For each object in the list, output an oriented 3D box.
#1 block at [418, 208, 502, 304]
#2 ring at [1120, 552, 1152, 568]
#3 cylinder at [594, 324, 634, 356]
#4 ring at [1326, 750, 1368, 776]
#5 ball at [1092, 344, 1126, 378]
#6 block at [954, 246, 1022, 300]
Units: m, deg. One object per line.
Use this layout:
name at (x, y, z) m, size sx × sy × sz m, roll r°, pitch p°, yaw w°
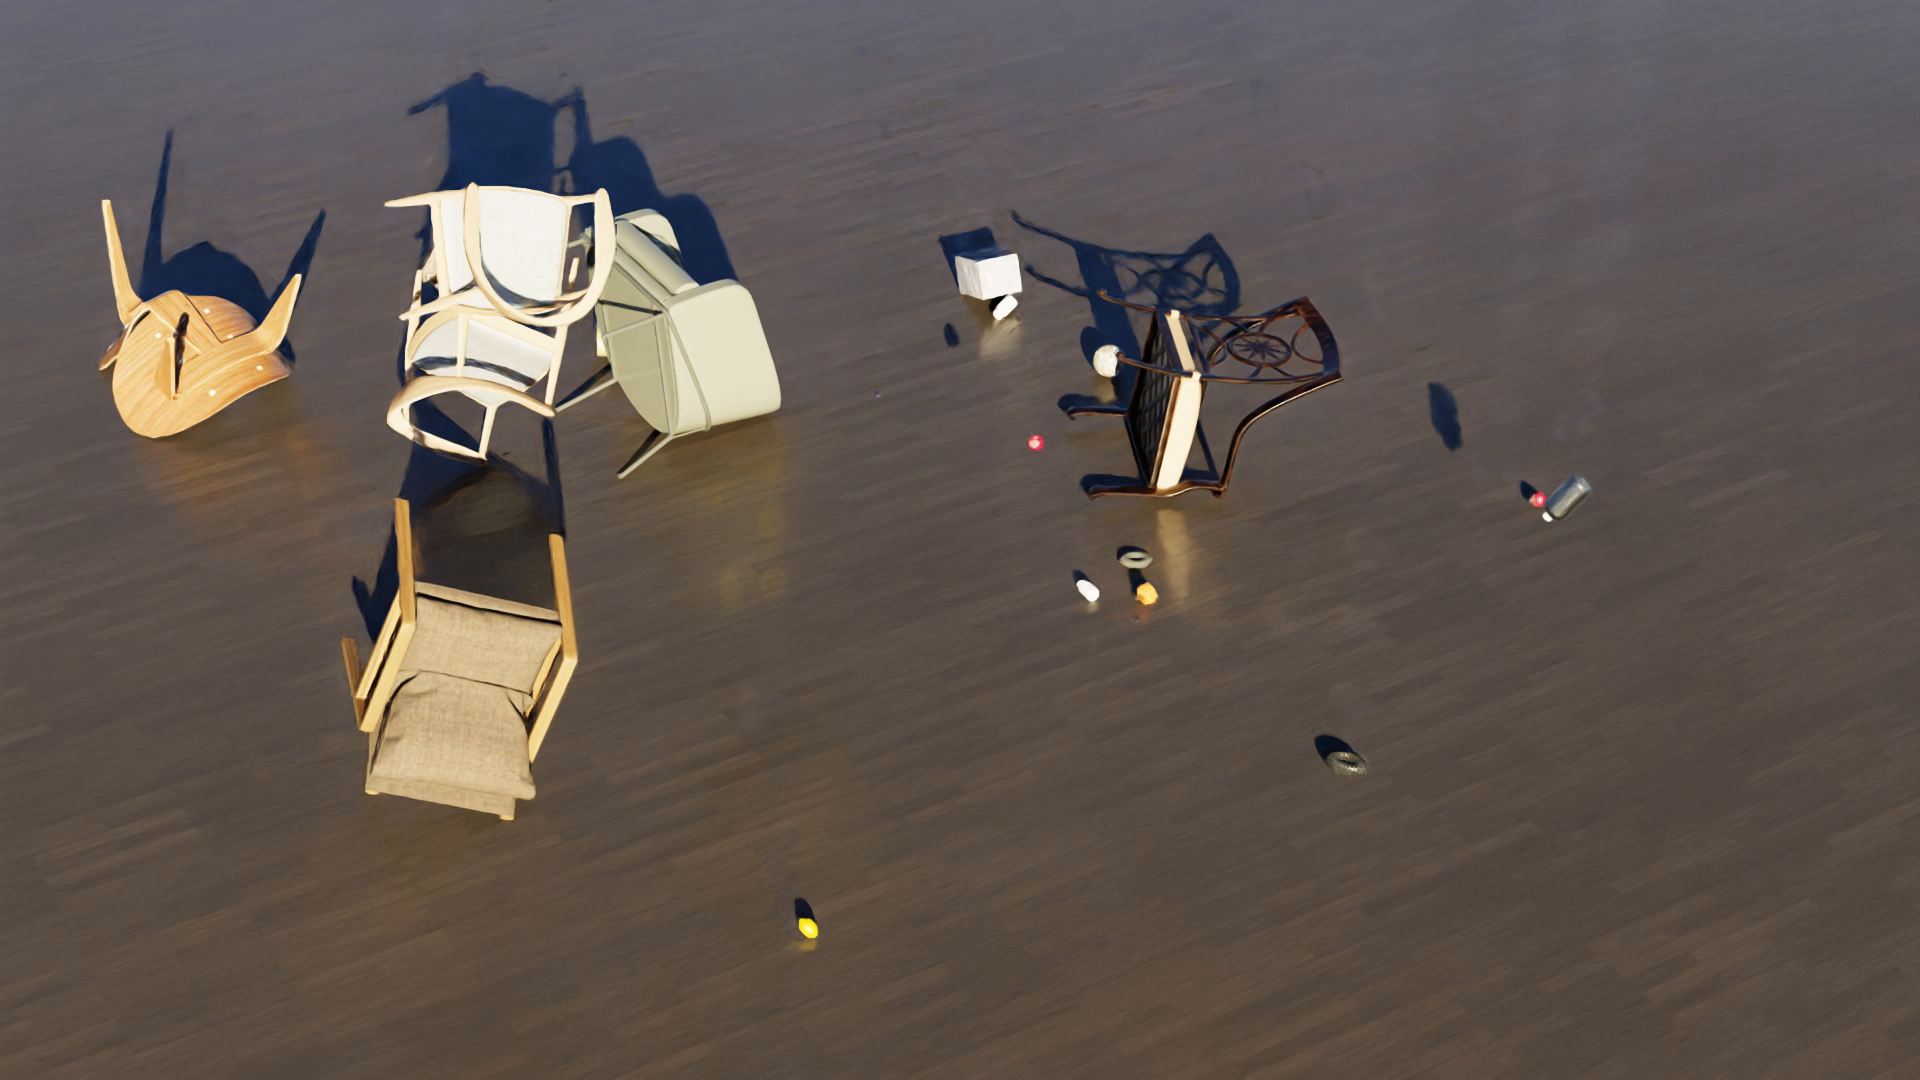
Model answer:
block at (-1.965, -1.116, 11.535) m, size 0.219 × 0.265 × 0.173 m, roll 28°, pitch 22°, yaw -15°
ring at (0.648, 0.074, 10.804) m, size 0.122 × 0.029 × 0.089 m, roll 1°, pitch 35°, yaw -2°
cylinder at (-1.421, -0.818, 12.041) m, size 0.148 × 0.128 × 0.180 m, roll 0°, pitch 14°, yaw -10°
ring at (1.286, 0.744, 9.763) m, size 0.145 × 0.046 × 0.083 m, roll 17°, pitch 43°, yaw 14°
ball at (0.606, -0.730, 11.931) m, size 0.134 × 0.134 × 0.134 m, roll 0°, pitch 33°, yaw 0°
block at (0.119, -1.134, 12.451) m, size 0.183 × 0.163 × 0.247 m, roll -14°, pitch 17°, yaw -21°
